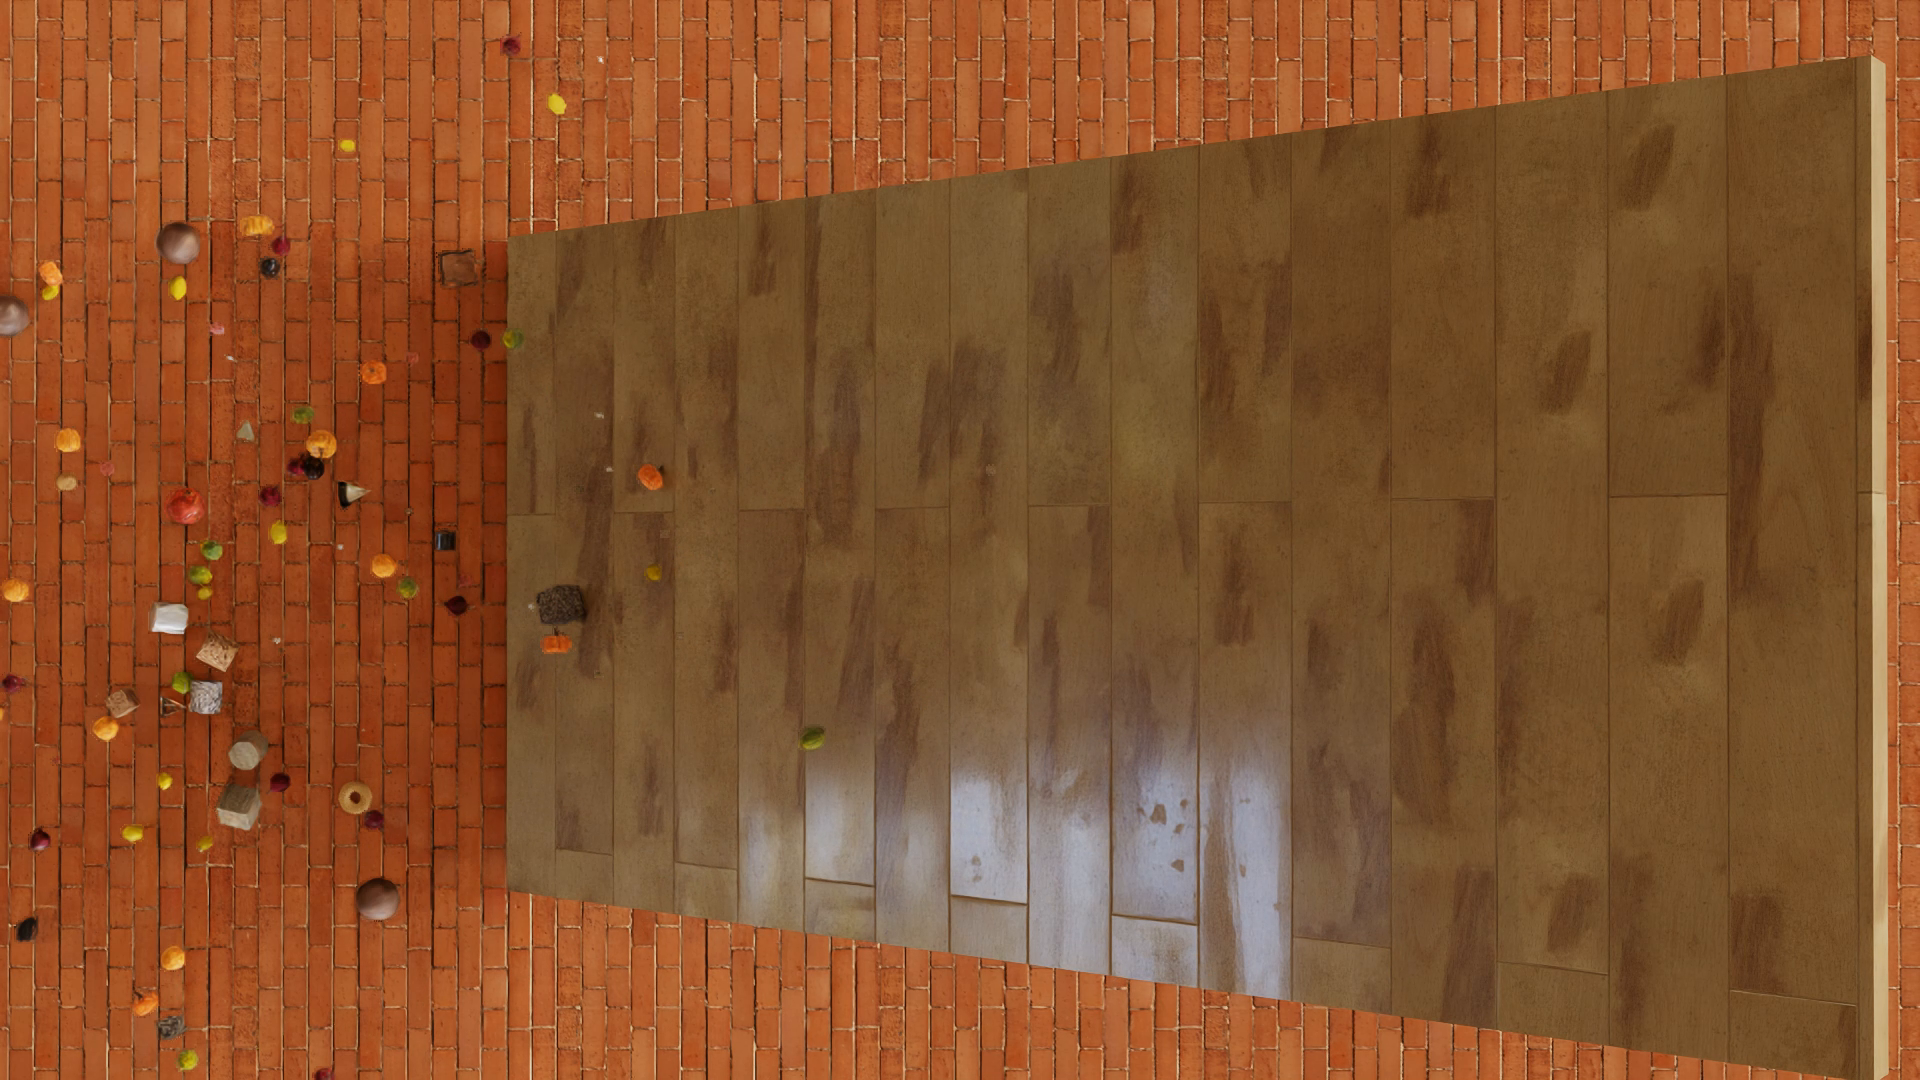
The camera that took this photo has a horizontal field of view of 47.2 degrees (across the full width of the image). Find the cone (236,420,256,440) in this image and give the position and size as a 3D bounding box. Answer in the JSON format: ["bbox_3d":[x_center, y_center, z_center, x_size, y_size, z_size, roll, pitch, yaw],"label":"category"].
[{"bbox_3d":[-2.198,-0.346,6.775,0.061,0.061,0.061,11,97,0],"label":"cone"}]

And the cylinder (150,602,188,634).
[{"bbox_3d":[-2.415,0.239,6.711,0.091,0.091,0.091,9,90,-31],"label":"cylinder"}]

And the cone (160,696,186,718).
[{"bbox_3d":[-2.425,0.516,6.788,0.072,0.072,0.072,1,90,-27],"label":"cone"}]

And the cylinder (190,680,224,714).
[{"bbox_3d":[-2.315,0.480,6.754,0.094,0.094,0.094,5,91,0],"label":"cylinder"}]

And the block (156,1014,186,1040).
[{"bbox_3d":[-2.419,1.496,6.749,0.056,0.056,0.056,-25,77,4],"label":"block"}]

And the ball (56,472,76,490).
[{"bbox_3d":[-2.756,-0.180,6.780,0.058,0.058,0.058,0,90,0],"label":"ball"}]

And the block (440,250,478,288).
[{"bbox_3d":[-1.533,-0.828,6.727,0.098,0.098,0.098,-7,93,-7],"label":"block"}]

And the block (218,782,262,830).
[{"bbox_3d":[-2.204,0.816,6.729,0.093,0.093,0.093,13,52,0],"label":"block"}]

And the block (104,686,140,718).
[{"bbox_3d":[-2.578,0.499,6.771,0.067,0.067,0.067,-34,90,0],"label":"block"}]

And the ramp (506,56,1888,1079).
[{"bbox_3d":[0.225,0.064,5.542,4.000,0.100,2.000,0,90,38],"label":"ramp"}]

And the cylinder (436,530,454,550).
[{"bbox_3d":[-1.583,0.002,6.766,0.053,0.053,0.053,4,99,0],"label":"cylinder"}]

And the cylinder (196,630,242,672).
[{"bbox_3d":[-2.272,0.340,6.736,0.098,0.098,0.098,30,90,-15],"label":"cylinder"}]

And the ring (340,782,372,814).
[{"bbox_3d":[-1.865,0.795,6.785,0.103,0.034,0.103,0,90,-1],"label":"ring"}]

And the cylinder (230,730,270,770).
[{"bbox_3d":[-2.179,0.644,6.744,0.093,0.093,0.093,0,107,0],"label":"cylinder"}]

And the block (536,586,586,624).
[{"bbox_3d":[-1.182,0.193,6.510,0.094,0.094,0.094,-21,77,36],"label":"block"}]
